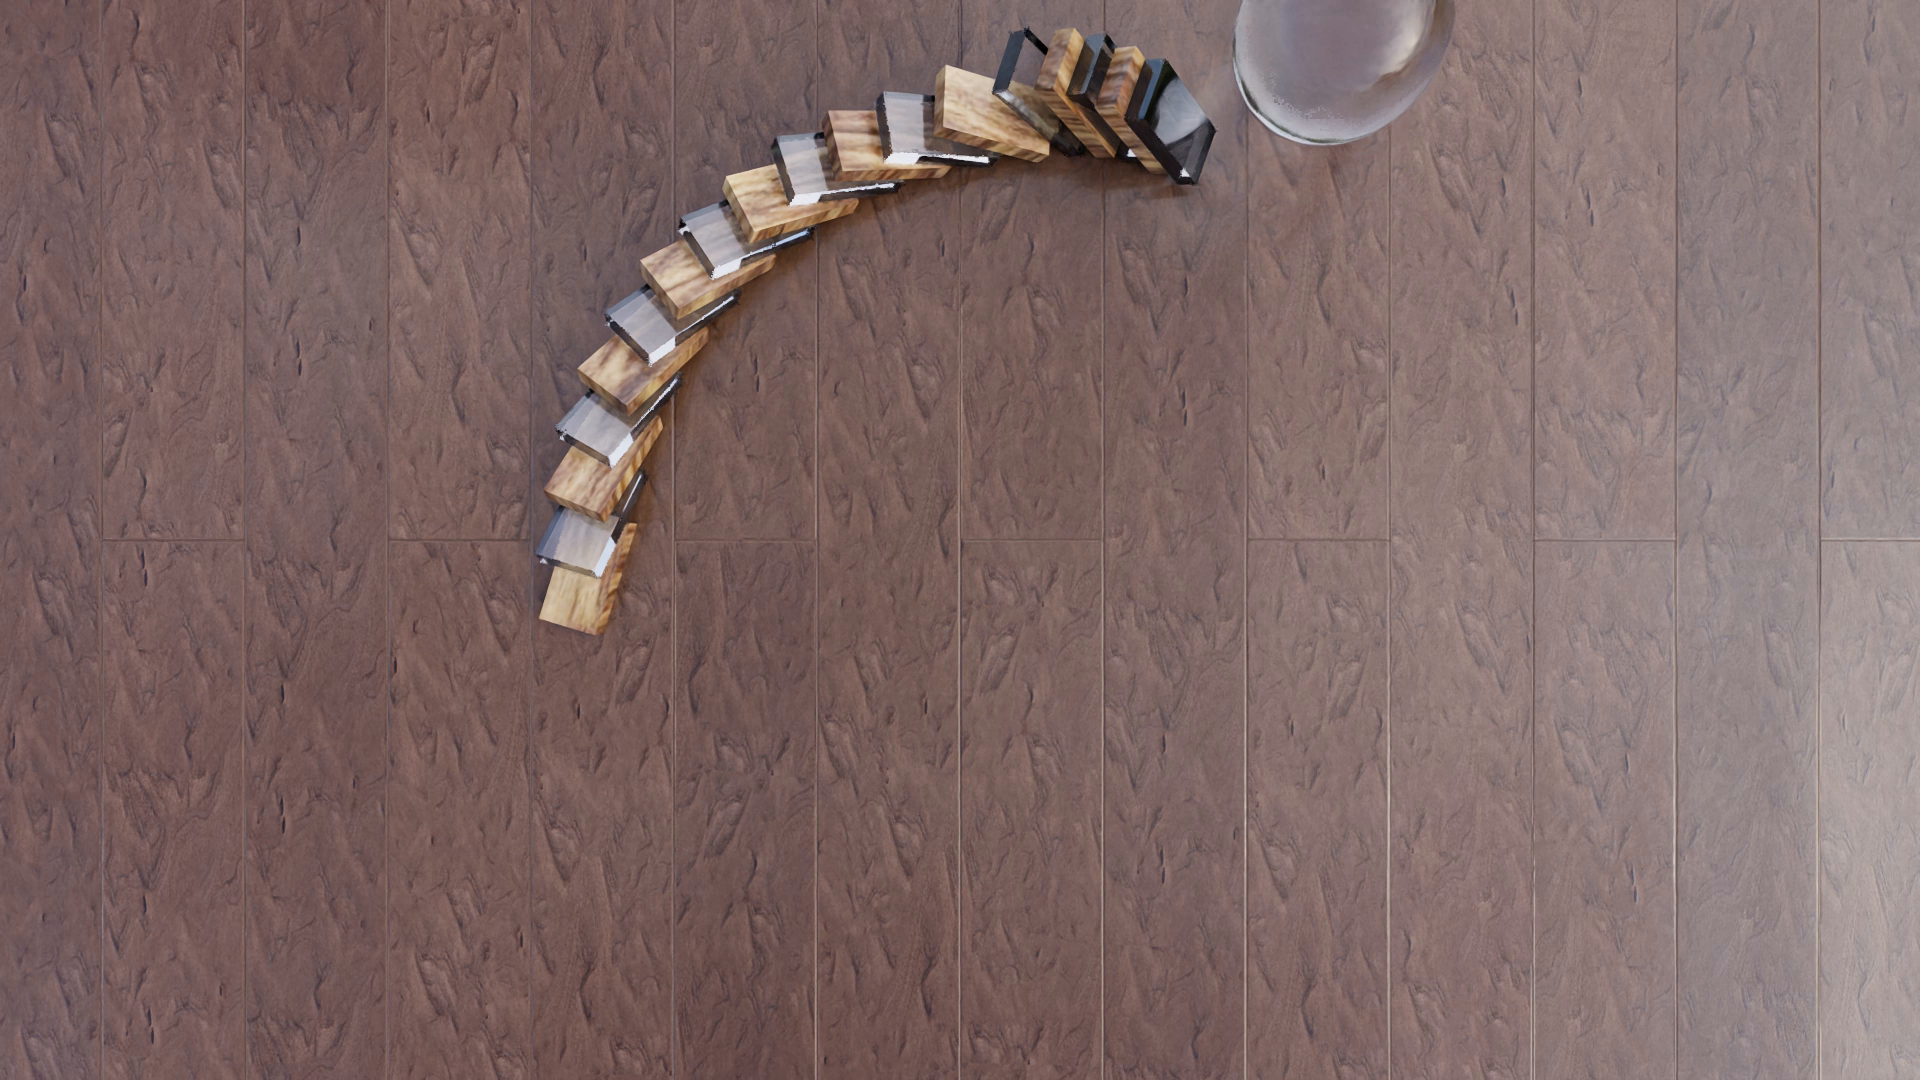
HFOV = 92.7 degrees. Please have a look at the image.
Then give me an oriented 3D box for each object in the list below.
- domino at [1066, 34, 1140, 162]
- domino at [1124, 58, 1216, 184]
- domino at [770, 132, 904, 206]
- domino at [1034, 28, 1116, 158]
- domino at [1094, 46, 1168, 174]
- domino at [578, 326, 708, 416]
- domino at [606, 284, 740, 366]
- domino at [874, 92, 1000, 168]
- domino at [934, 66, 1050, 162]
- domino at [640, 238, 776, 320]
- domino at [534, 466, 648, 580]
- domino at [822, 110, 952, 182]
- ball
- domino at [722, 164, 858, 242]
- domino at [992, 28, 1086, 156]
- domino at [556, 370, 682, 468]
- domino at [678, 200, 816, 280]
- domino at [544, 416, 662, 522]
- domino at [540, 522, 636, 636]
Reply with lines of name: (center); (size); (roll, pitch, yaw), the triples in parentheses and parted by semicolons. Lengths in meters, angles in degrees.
domino: (0.064, -0.181, 0.378); (0.010, 0.050, 0.025); (20, 90, 40)
domino: (0.087, -0.171, 0.378); (0.009, 0.050, 0.025); (20, 90, 40)
domino: (-0.051, -0.157, 0.385); (0.050, 0.010, 0.025); (-18, 90, -27)
domino: (0.052, -0.183, 0.378); (0.009, 0.050, 0.025); (20, 90, 40)
domino: (0.076, -0.176, 0.378); (0.010, 0.050, 0.025); (20, 90, 40)
domino: (-0.132, -0.078, 0.385); (0.025, 0.009, 0.050); (37, 64, 0)
domino: (-0.120, -0.098, 0.385); (0.025, 0.010, 0.050); (45, 64, 0)
domino: (-0.009, -0.172, 0.385); (0.050, 0.010, 0.025); (-9, 90, -27)
domino: (0.014, -0.178, 0.385); (0.050, 0.009, 0.025); (3, 90, -26)
domino: (-0.105, -0.116, 0.385); (0.050, 0.010, 0.025); (-39, 90, -26)
domino: (-0.154, -0.011, 0.385); (0.025, 0.010, 0.050); (17, 65, 0)
domino: (-0.031, -0.166, 0.385); (0.050, 0.009, 0.025); (-14, 90, -27)
ball: (0.149, -0.198, 0.360); (0.080, 0.080, 0.080); (0, 90, 0)
domino: (-0.071, -0.145, 0.385); (0.050, 0.010, 0.025); (-27, 90, -27)
domino: (0.037, -0.184, 0.379); (0.050, 0.010, 0.025); (18, 90, -44)
domino: (-0.142, -0.057, 0.385); (0.025, 0.009, 0.050); (30, 64, 0)
domino: (-0.089, -0.131, 0.385); (0.050, 0.010, 0.025); (-33, 90, -26)
domino: (-0.149, -0.035, 0.385); (0.025, 0.009, 0.050); (23, 65, 0)
domino: (-0.160, 0.013, 0.395); (0.025, 0.010, 0.050); (17, 90, 0)
